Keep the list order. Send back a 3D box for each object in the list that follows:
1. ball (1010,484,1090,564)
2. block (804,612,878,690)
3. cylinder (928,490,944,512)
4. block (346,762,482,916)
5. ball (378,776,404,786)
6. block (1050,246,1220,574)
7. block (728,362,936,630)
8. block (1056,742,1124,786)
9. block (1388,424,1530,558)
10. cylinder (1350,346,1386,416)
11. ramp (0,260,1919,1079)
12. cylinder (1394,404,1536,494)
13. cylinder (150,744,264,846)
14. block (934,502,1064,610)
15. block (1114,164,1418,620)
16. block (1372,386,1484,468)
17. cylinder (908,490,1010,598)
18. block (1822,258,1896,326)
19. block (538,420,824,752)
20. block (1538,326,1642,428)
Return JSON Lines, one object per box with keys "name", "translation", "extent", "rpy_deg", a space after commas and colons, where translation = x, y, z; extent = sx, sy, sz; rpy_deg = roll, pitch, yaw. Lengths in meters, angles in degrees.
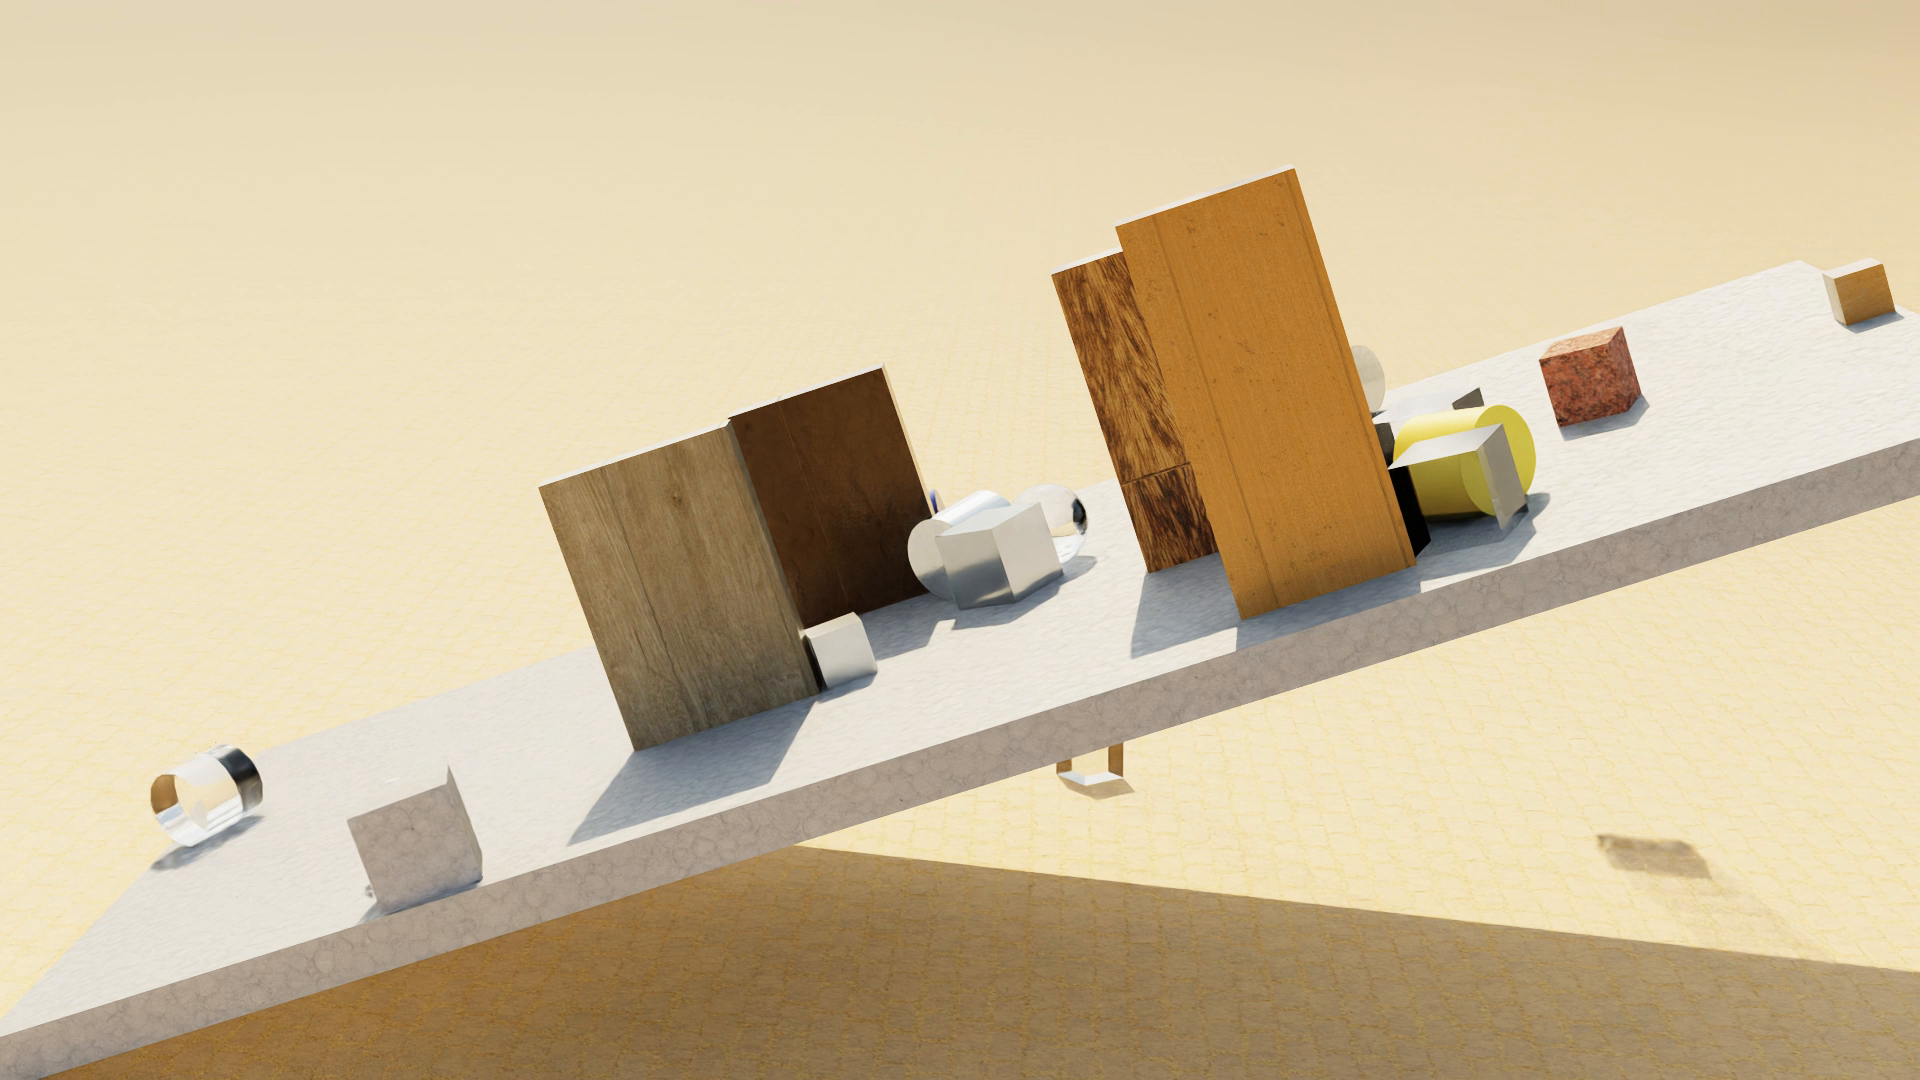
{"name": "ball", "translation": [0.193, -0.033, 6.470], "extent": [0.184, 0.184, 0.184], "rpy_deg": [0, 12, 0]}
{"name": "block", "translation": [-0.247, 0.229, 6.095], "extent": [0.112, 0.112, 0.112], "rpy_deg": [-20, 11, -7]}
{"name": "cylinder", "translation": [-0.117, 0.001, 6.819], "extent": [0.188, 0.188, 0.188], "rpy_deg": [-18, 11, 6]}
{"name": "block", "translation": [-1.024, 0.559, 5.532], "extent": [0.194, 0.194, 0.194], "rpy_deg": [-20, 11, -6]}
{"name": "ball", "translation": [-1.085, 0.547, 5.761], "extent": [0.172, 0.172, 0.172], "rpy_deg": [0, 12, 0]}
{"name": "block", "translation": [0.490, -0.309, 6.074], "extent": [0.422, 0.655, 0.101], "rpy_deg": [-18, 11, 6]}
{"name": "block", "translation": [-0.264, -0.095, 6.651], "extent": [0.365, 0.520, 0.082], "rpy_deg": [-18, 11, 6]}
{"name": "block", "translation": [0.334, 0.548, 7.569], "extent": [0.124, 0.124, 0.124], "rpy_deg": [-8, 14, -34]}
{"name": "block", "translation": [0.934, -0.092, 5.510], "extent": [0.179, 0.179, 0.179], "rpy_deg": [-13, 12, 30]}
{"name": "cylinder", "translation": [0.888, -0.366, 6.988], "extent": [0.173, 0.173, 0.173], "rpy_deg": [-11, 3, -43]}
{"name": "ramp", "translation": [0.104, 0.181, 6.307], "extent": [4.000, 0.100, 2.000], "rpy_deg": [-18, 11, 6]}
{"name": "cylinder", "translation": [0.980, -0.157, 5.716], "extent": [0.194, 0.194, 0.194], "rpy_deg": [-10, 3, -40]}
{"name": "cylinder", "translation": [-1.706, 0.576, 6.663], "extent": [0.176, 0.176, 0.176], "rpy_deg": [7, 23, 31]}
{"name": "block", "translation": [0.085, 0.035, 6.348], "extent": [0.170, 0.170, 0.170], "rpy_deg": [-8, 15, 44]}
{"name": "block", "translation": [0.565, -0.270, 5.434], "extent": [0.340, 0.771, 0.092], "rpy_deg": [-18, 11, 6]}
{"name": "block", "translation": [0.955, -0.186, 5.948], "extent": [0.179, 0.179, 0.179], "rpy_deg": [-8, 15, 46]}
{"name": "cylinder", "translation": [0.016, 0.010, 6.545], "extent": [0.189, 0.189, 0.189], "rpy_deg": [9, 25, 36]}
{"name": "block", "translation": [1.906, -0.527, 6.240], "extent": [0.105, 0.105, 0.105], "rpy_deg": [-18, 11, 6]}
{"name": "block", "translation": [-0.570, 0.096, 6.035], "extent": [0.405, 0.585, 0.081], "rpy_deg": [-18, 11, 6]}
{"name": "block", "translation": [1.326, -0.344, 6.188], "extent": [0.150, 0.150, 0.150], "rpy_deg": [-13, 12, 28]}
